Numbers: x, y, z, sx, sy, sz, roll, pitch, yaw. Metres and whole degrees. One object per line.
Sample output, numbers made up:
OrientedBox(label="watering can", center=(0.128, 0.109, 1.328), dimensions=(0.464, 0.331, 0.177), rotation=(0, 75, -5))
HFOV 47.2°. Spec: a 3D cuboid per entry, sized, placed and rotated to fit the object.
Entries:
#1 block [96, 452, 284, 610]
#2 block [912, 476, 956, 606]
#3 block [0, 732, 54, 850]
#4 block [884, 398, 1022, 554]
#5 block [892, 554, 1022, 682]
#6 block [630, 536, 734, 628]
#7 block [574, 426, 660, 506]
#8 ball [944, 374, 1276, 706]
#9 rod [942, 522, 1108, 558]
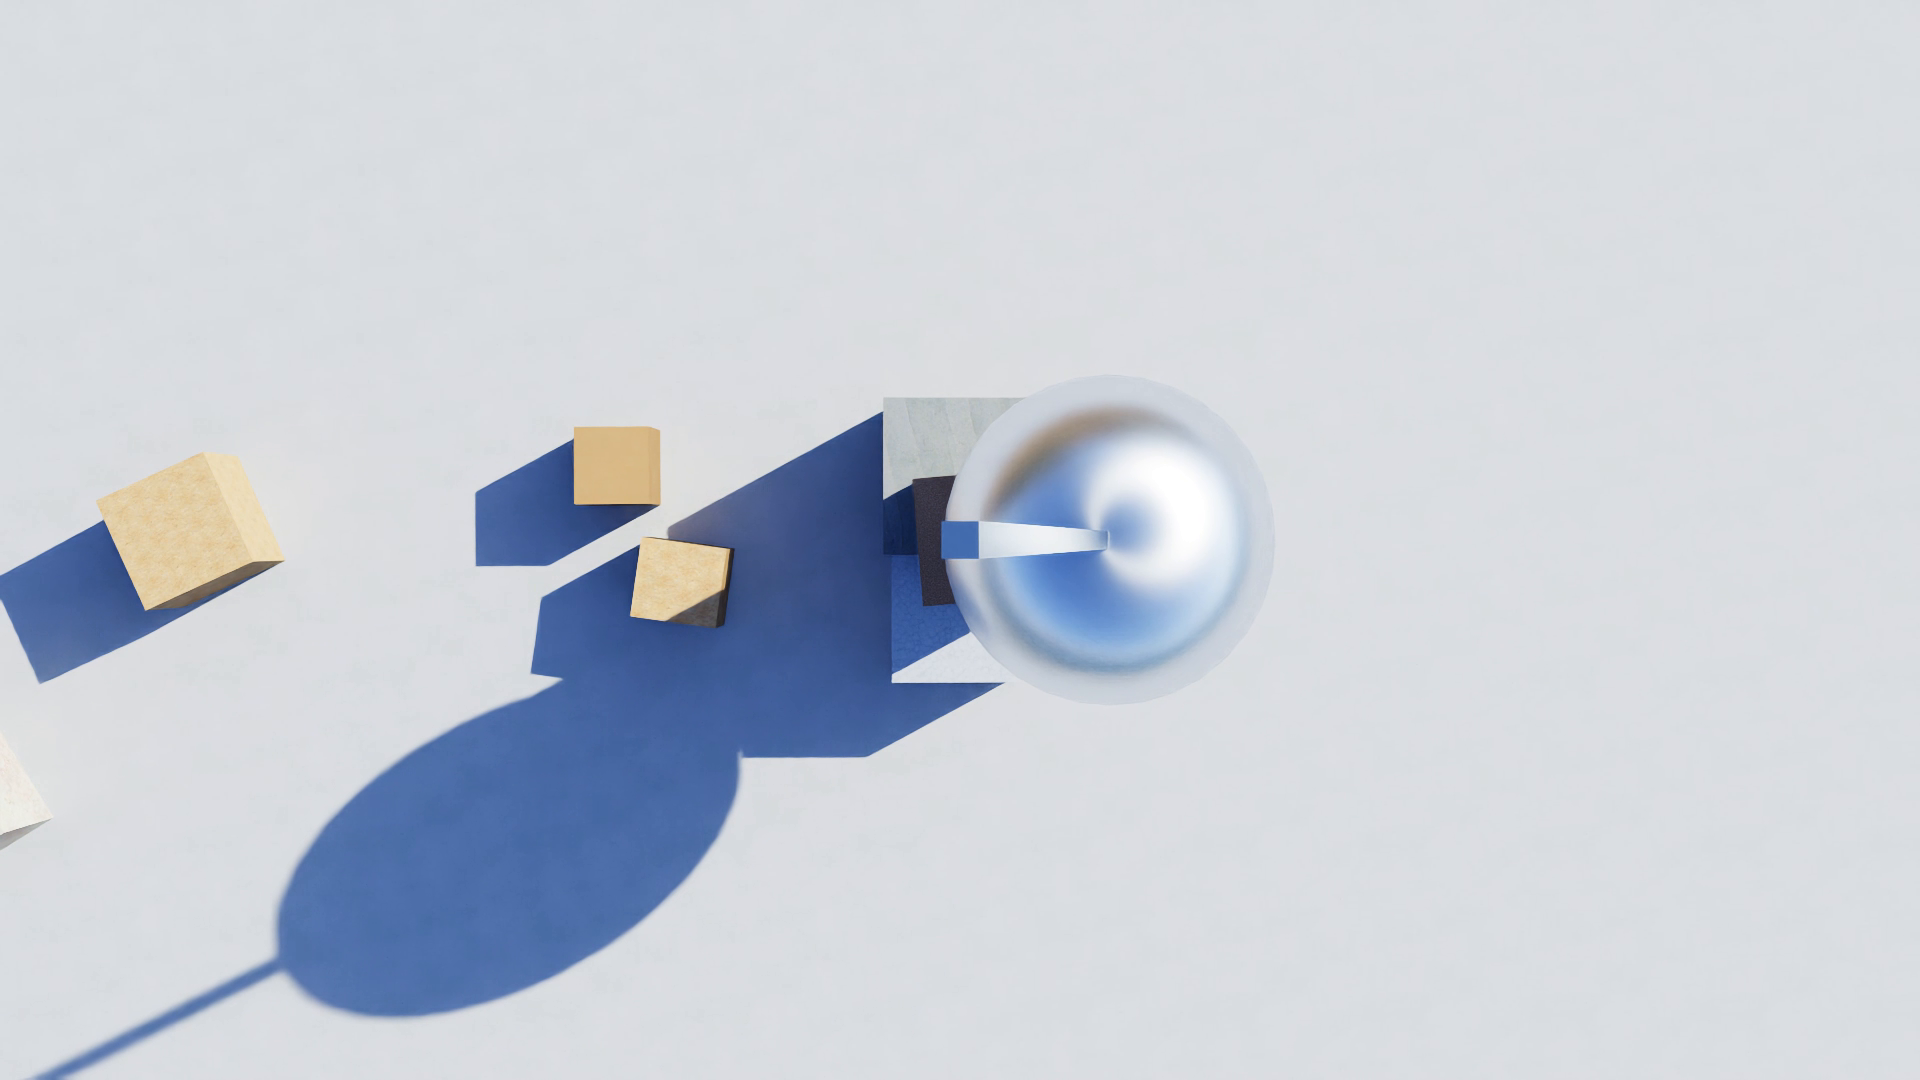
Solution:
OrientedBox(label="block", center=(-4.432, -0.050, 12.700), dimensions=(0.665, 0.599, 0.681), rotation=(-25, 90, 0))
OrientedBox(label="block", center=(0.124, -0.016, 11.724), dimensions=(0.690, 0.704, 0.663), rotation=(-5, 90, 0))
OrientedBox(label="block", center=(-5.859, 1.541, 12.660), dimensions=(0.749, 0.680, 0.699), rotation=(-32, 90, 0))
OrientedBox(label="block", center=(-0.004, -0.352, 12.538), dimensions=(0.835, 0.924, 0.862), rotation=(0, 90, 0))
OrientedBox(label="block", center=(-0.018, 0.441, 12.681), dimensions=(0.732, 0.638, 0.719), rotation=(0, 90, 0))
OrientedBox(label="block", center=(-1.605, 0.242, 12.766), dimensions=(0.490, 0.467, 0.457), rotation=(8, 90, 0))
OrientedBox(label="block", center=(-1.984, -0.425, 12.764), dimensions=(0.429, 0.471, 0.442), rotation=(0, 90, 0))
OrientedBox(label="ball", center=(0.717, 0.000, 10.611), dimensions=(1.600, 1.600, 1.600), rotation=(0, 90, 0))
OrientedBox(label="rod", center=(0.311, 0.000, 7.235), dimensions=(0.080, 5.200, 0.080), rotation=(0, 90, 7))
